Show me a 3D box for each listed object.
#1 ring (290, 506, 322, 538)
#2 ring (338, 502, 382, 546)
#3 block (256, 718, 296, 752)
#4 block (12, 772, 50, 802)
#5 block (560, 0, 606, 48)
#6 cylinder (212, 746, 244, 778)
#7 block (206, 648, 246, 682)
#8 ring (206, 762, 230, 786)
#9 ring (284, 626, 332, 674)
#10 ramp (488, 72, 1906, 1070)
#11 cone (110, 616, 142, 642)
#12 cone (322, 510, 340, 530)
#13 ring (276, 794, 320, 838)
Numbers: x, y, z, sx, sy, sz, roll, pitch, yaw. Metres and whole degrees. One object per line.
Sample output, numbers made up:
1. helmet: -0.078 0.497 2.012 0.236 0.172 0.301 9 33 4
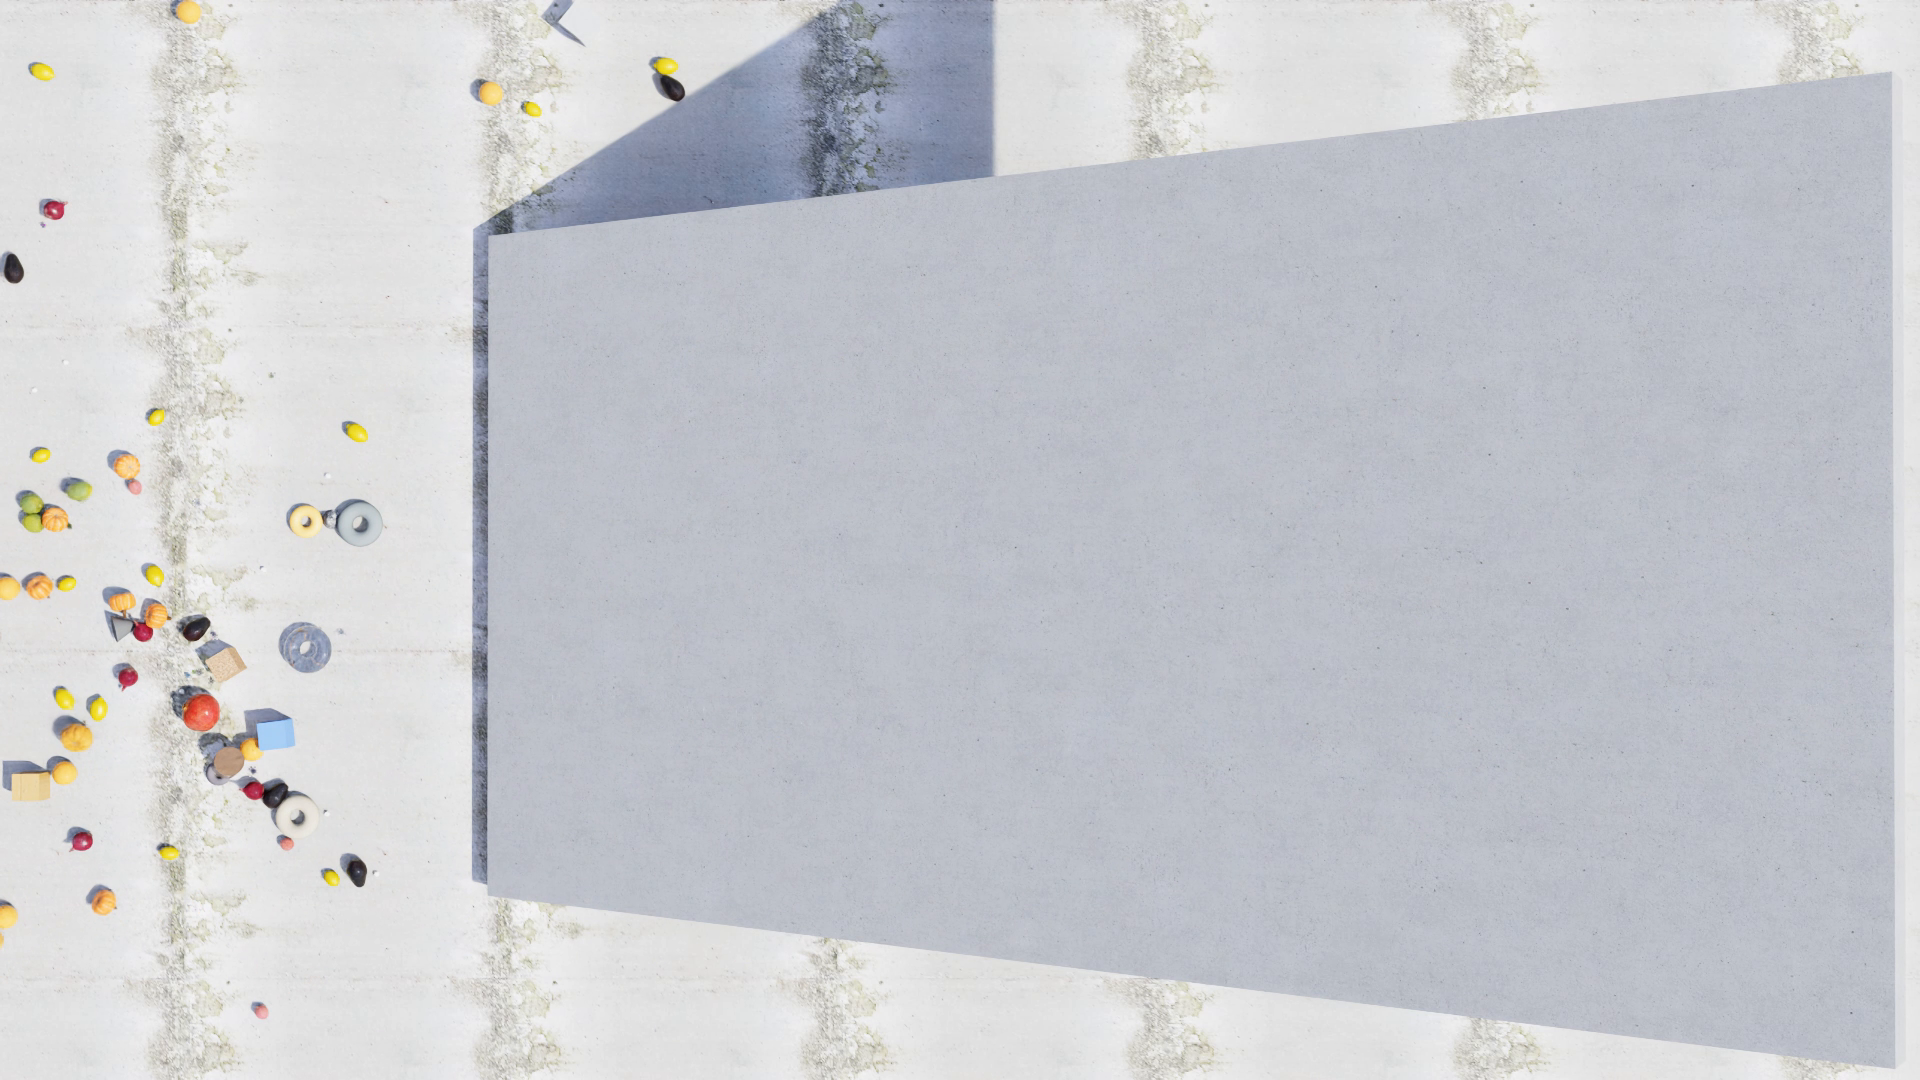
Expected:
1. ring: -2.002 -0.056 6.731 0.101 0.034 0.101 0 91 0
2. ring: -1.834 -0.048 6.725 0.139 0.046 0.139 0 88 1
3. block: -2.084 0.593 6.701 0.084 0.084 0.084 -7 90 0
4. block: -2.830 0.750 6.700 0.082 0.082 0.082 0 90 0
5. block: -1.154 -1.577 6.714 0.092 0.092 0.092 39 90 0
6. cylinder: -2.224 0.677 6.683 0.088 0.088 0.088 5 76 -22
7. block: -2.237 0.380 6.706 0.076 0.076 0.076 -31 90 0
8. ring: -2.268 0.713 6.728 0.078 0.026 0.078 0 88 -4
9. ring: -1.993 0.335 6.720 0.147 0.049 0.147 0 90 1
10. ramp: 0.248 0.068 5.577 4.000 0.100 2.000 0 89 34
11. cone: -2.545 0.264 6.726 0.083 0.083 0.083 -14 89 -27
12. cone: -1.926 -0.064 6.717 0.061 0.061 0.061 0 90 0
13. ring: -2.024 0.846 6.718 0.136 0.045 0.136 0 90 1
